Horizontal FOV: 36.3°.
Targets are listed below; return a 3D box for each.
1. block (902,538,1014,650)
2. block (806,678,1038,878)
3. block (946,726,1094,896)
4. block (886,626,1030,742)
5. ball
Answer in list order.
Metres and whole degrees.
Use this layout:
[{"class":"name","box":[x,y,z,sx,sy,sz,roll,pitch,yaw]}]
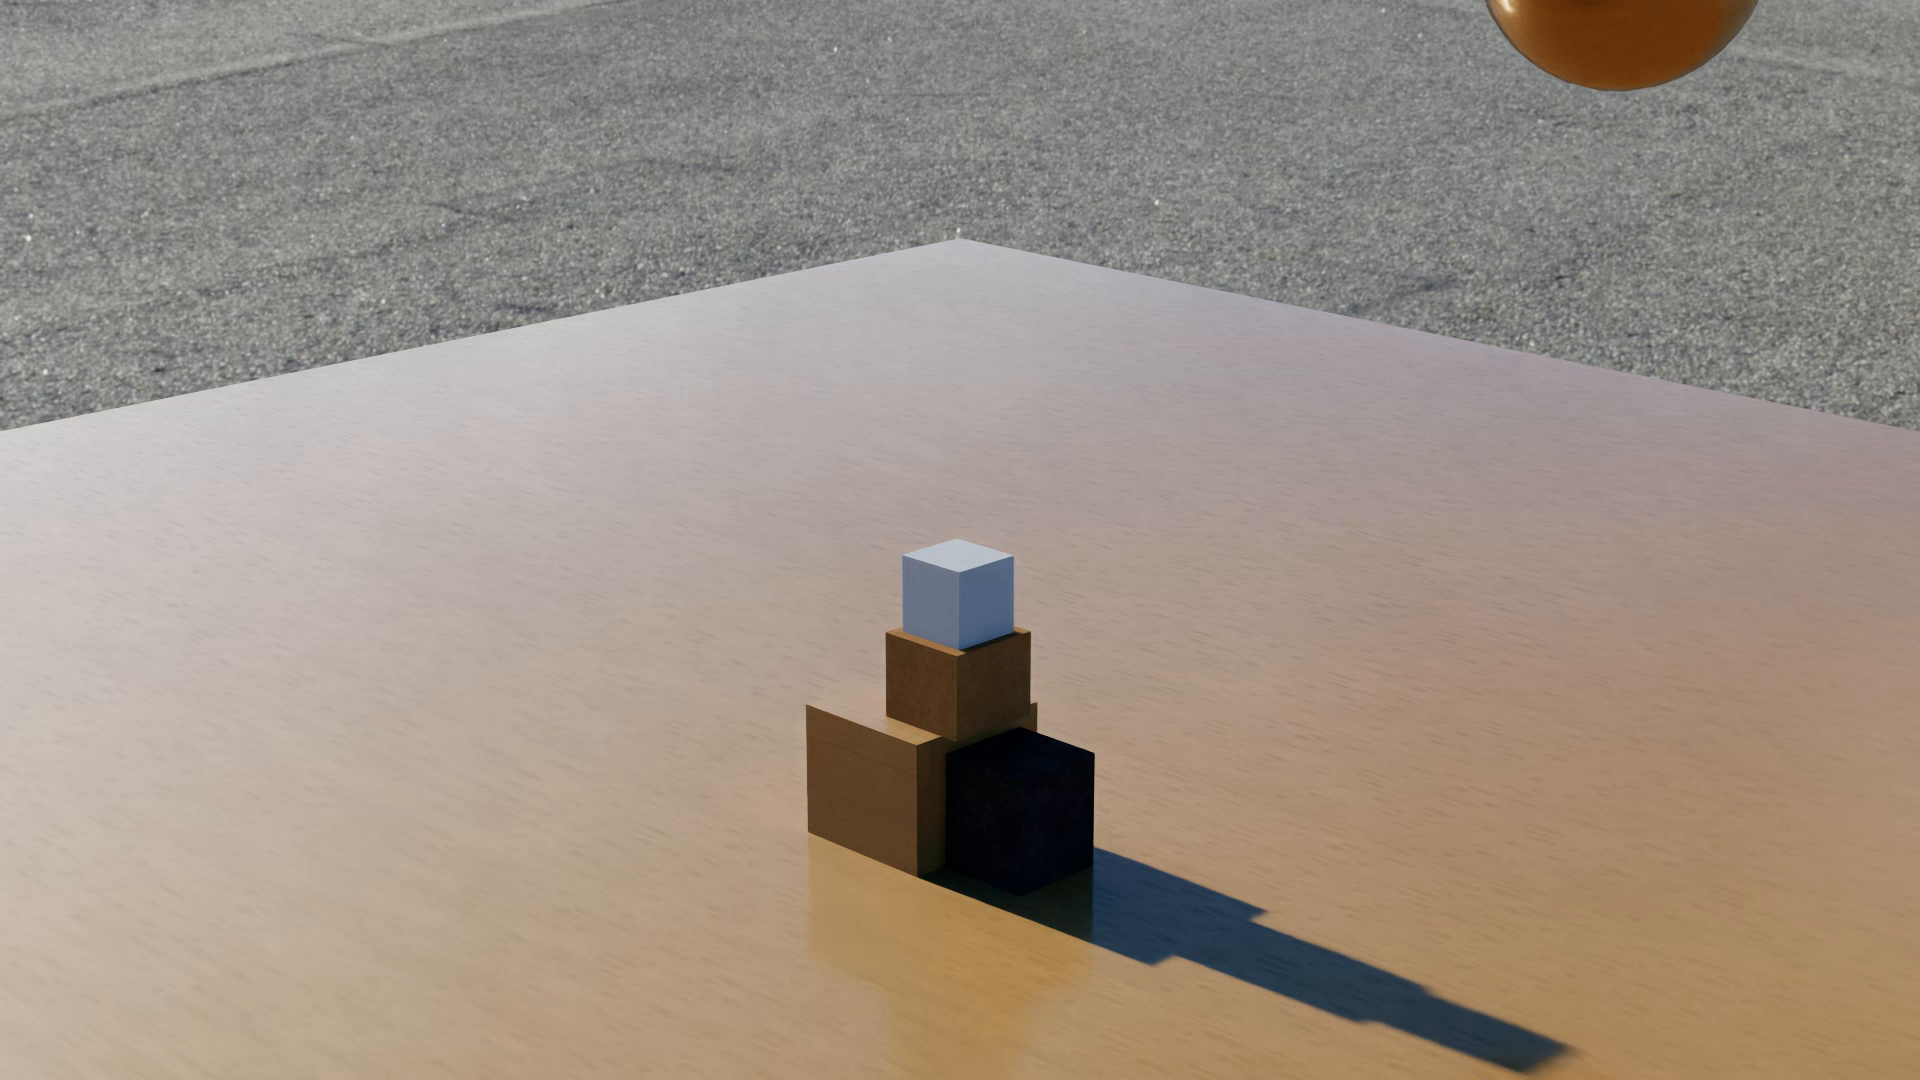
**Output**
[{"class":"block","box":[-0.009,0.245,13.409,0.354,0.370,0.367,-17,24,-42]},{"class":"block","box":[-0.179,1.073,13.848,0.792,0.649,0.745,-17,24,-42]},{"class":"block","box":[0.275,1.241,13.461,0.490,0.560,0.472,-17,24,-42]},{"class":"block","box":[-0.008,0.618,13.527,0.483,0.412,0.463,-17,24,-42]},{"class":"ball","box":[3.645,-3.276,16.133,1.600,1.600,1.600,0,17,0]}]
